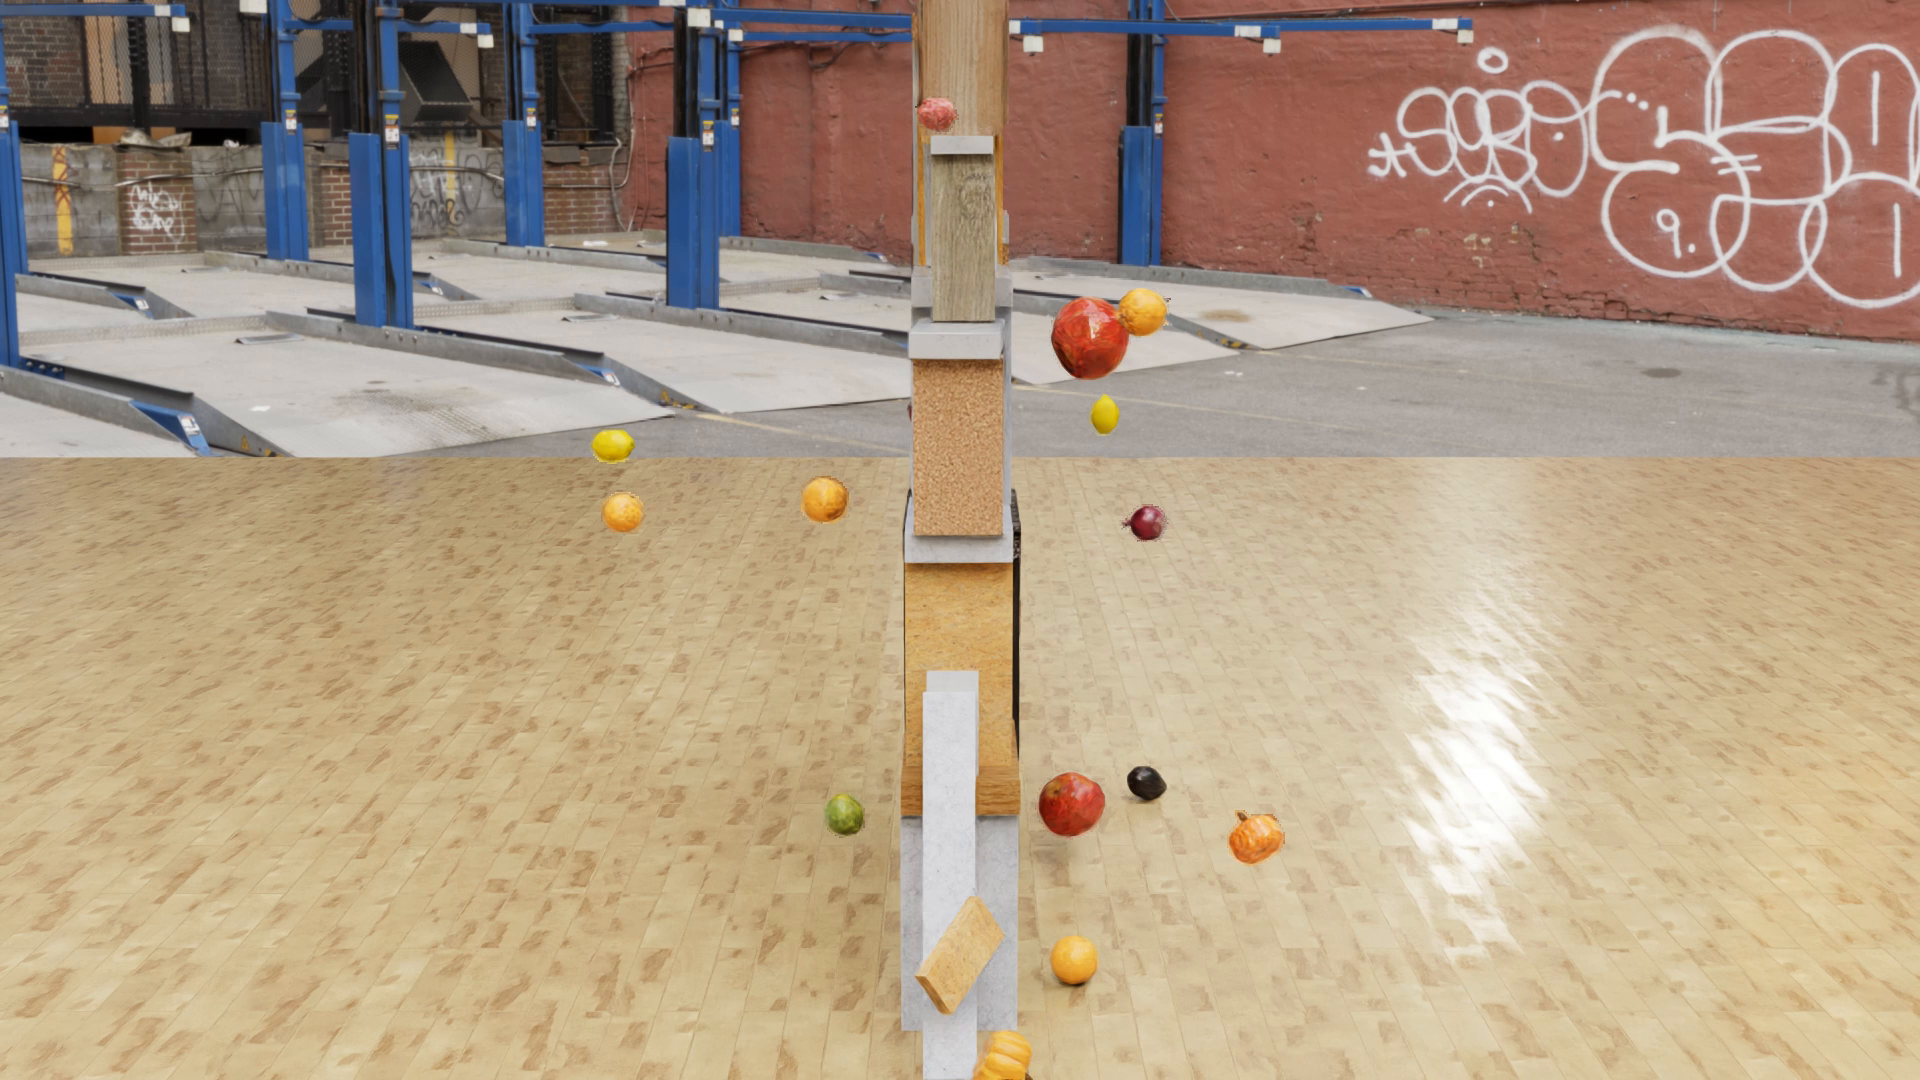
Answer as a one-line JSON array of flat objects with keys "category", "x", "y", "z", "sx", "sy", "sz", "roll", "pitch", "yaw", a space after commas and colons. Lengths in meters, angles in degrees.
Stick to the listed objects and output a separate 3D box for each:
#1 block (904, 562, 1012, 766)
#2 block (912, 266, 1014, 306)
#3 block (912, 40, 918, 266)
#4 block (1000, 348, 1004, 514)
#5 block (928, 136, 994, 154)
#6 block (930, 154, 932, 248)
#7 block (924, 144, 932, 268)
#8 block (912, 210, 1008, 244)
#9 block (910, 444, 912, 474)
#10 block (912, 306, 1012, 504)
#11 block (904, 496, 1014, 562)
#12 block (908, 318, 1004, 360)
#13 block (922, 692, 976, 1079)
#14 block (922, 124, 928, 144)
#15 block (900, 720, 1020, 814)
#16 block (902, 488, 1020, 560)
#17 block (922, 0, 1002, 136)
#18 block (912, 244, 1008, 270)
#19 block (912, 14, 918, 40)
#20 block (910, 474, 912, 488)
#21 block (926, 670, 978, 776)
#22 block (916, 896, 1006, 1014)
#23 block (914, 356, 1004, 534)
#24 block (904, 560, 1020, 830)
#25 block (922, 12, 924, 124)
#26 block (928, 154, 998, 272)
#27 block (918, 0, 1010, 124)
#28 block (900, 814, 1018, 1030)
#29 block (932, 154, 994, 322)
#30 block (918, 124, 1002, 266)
[{"category": "block", "x": -0.001, "y": 0.168, "z": 3.081, "sx": 0.148, "sy": 0.297, "sz": 0.042, "roll": 0, "pitch": 11, "yaw": 1}, {"category": "block", "x": 0.002, "y": -0.380, "z": 3.280, "sx": 0.145, "sy": 0.041, "sz": 0.291, "roll": 0, "pitch": 11, "yaw": 0}, {"category": "block", "x": -0.004, "y": -0.561, "z": 3.681, "sx": 0.145, "sy": 0.539, "sz": 0.041, "roll": 0, "pitch": 10, "yaw": 1}, {"category": "block", "x": 0.002, "y": -0.157, "z": 3.127, "sx": 0.120, "sy": 0.240, "sz": 0.034, "roll": 0, "pitch": 10, "yaw": 1}, {"category": "block", "x": 0.000, "y": -0.560, "z": 3.113, "sx": 0.086, "sy": 0.024, "sz": 0.173, "roll": -1, "pitch": 10, "yaw": -2}, {"category": "block", "x": 0.002, "y": -0.467, "z": 3.159, "sx": 0.086, "sy": 0.173, "sz": 0.024, "roll": 0, "pitch": 6, "yaw": 0}, {"category": "block", "x": -0.007, "y": -0.510, "z": 3.353, "sx": 0.093, "sy": 0.185, "sz": 0.026, "roll": -1, "pitch": 0, "yaw": 0}, {"category": "block", "x": 0.002, "y": -0.557, "z": 3.899, "sx": 0.165, "sy": 0.047, "sz": 0.330, "roll": 0, "pitch": 11, "yaw": 1}, {"category": "block", "x": -0.006, "y": -0.156, "z": 3.798, "sx": 0.150, "sy": 0.043, "sz": 0.301, "roll": 0, "pitch": 11, "yaw": 1}, {"category": "block", "x": 0.002, "y": -0.199, "z": 3.215, "sx": 0.145, "sy": 0.291, "sz": 0.041, "roll": 0, "pitch": 10, "yaw": 0}, {"category": "block", "x": -0.001, "y": -0.017, "z": 3.146, "sx": 0.149, "sy": 0.042, "sz": 0.297, "roll": 0, "pitch": 11, "yaw": 0}, {"category": "block", "x": -0.002, "y": -0.278, "z": 3.028, "sx": 0.120, "sy": 0.034, "sz": 0.240, "roll": 1, "pitch": 10, "yaw": 3}, {"category": "block", "x": -0.014, "y": 0.465, "z": 2.981, "sx": 0.072, "sy": 0.517, "sz": 0.020, "roll": 0, "pitch": -8, "yaw": -1}, {"category": "block", "x": -0.009, "y": -0.609, "z": 3.289, "sx": 0.093, "sy": 0.026, "sz": 0.185, "roll": 0, "pitch": 12, "yaw": 0}, {"category": "block", "x": 0.001, "y": 0.325, "z": 3.177, "sx": 0.164, "sy": 0.046, "sz": 0.328, "roll": 0, "pitch": 11, "yaw": 0}, {"category": "block", "x": 0.003, "y": -0.028, "z": 3.482, "sx": 0.178, "sy": 0.050, "sz": 0.356, "roll": 0, "pitch": 11, "yaw": 0}, {"category": "block", "x": 0.004, "y": -0.683, "z": 3.066, "sx": 0.109, "sy": 0.233, "sz": 0.031, "roll": 0, "pitch": 19, "yaw": 0}, {"category": "block", "x": 0.002, "y": -0.351, "z": 3.824, "sx": 0.165, "sy": 0.330, "sz": 0.047, "roll": 0, "pitch": 10, "yaw": 0}, {"category": "block", "x": -0.005, "y": -0.864, "z": 3.724, "sx": 0.145, "sy": 0.041, "sz": 0.290, "roll": 0, "pitch": 10, "yaw": 1}, {"category": "block", "x": -0.010, "y": 0.093, "z": 3.742, "sx": 0.150, "sy": 0.428, "sz": 0.043, "roll": 0, "pitch": 10, "yaw": 1}, {"category": "block", "x": -0.011, "y": 0.253, "z": 3.043, "sx": 0.072, "sy": 0.143, "sz": 0.020, "roll": 0, "pitch": -8, "yaw": 0}, {"category": "block", "x": 0.001, "y": 0.550, "z": 2.914, "sx": 0.020, "sy": 0.072, "sz": 0.143, "roll": -8, "pitch": 33, "yaw": 43}, {"category": "block", "x": -0.002, "y": -0.128, "z": 2.972, "sx": 0.120, "sy": 0.240, "sz": 0.034, "roll": 0, "pitch": 10, "yaw": 1}, {"category": "block", "x": 0.003, "y": 0.265, "z": 3.415, "sx": 0.178, "sy": 0.501, "sz": 0.050, "roll": 0, "pitch": 10, "yaw": 0}, {"category": "block", "x": 0.000, "y": -0.720, "z": 3.210, "sx": 0.109, "sy": 0.219, "sz": 0.031, "roll": 1, "pitch": 19, "yaw": 1}, {"category": "block", "x": 0.004, "y": -0.486, "z": 3.223, "sx": 0.093, "sy": 0.185, "sz": 0.026, "roll": -3, "pitch": 0, "yaw": -10}, {"category": "block", "x": 0.005, "y": -0.805, "z": 3.281, "sx": 0.136, "sy": 0.359, "sz": 0.039, "roll": 0, "pitch": 19, "yaw": 0}, {"category": "block", "x": -0.001, "y": 0.529, "z": 3.102, "sx": 0.164, "sy": 0.328, "sz": 0.046, "roll": 0, "pitch": 10, "yaw": 0}, {"category": "block", "x": 0.005, "y": -0.421, "z": 3.067, "sx": 0.086, "sy": 0.230, "sz": 0.024, "roll": 0, "pitch": 2, "yaw": 1}, {"category": "block", "x": 0.000, "y": -0.557, "z": 3.410, "sx": 0.131, "sy": 0.261, "sz": 0.037, "roll": 0, "pitch": 9, "yaw": 0}]
